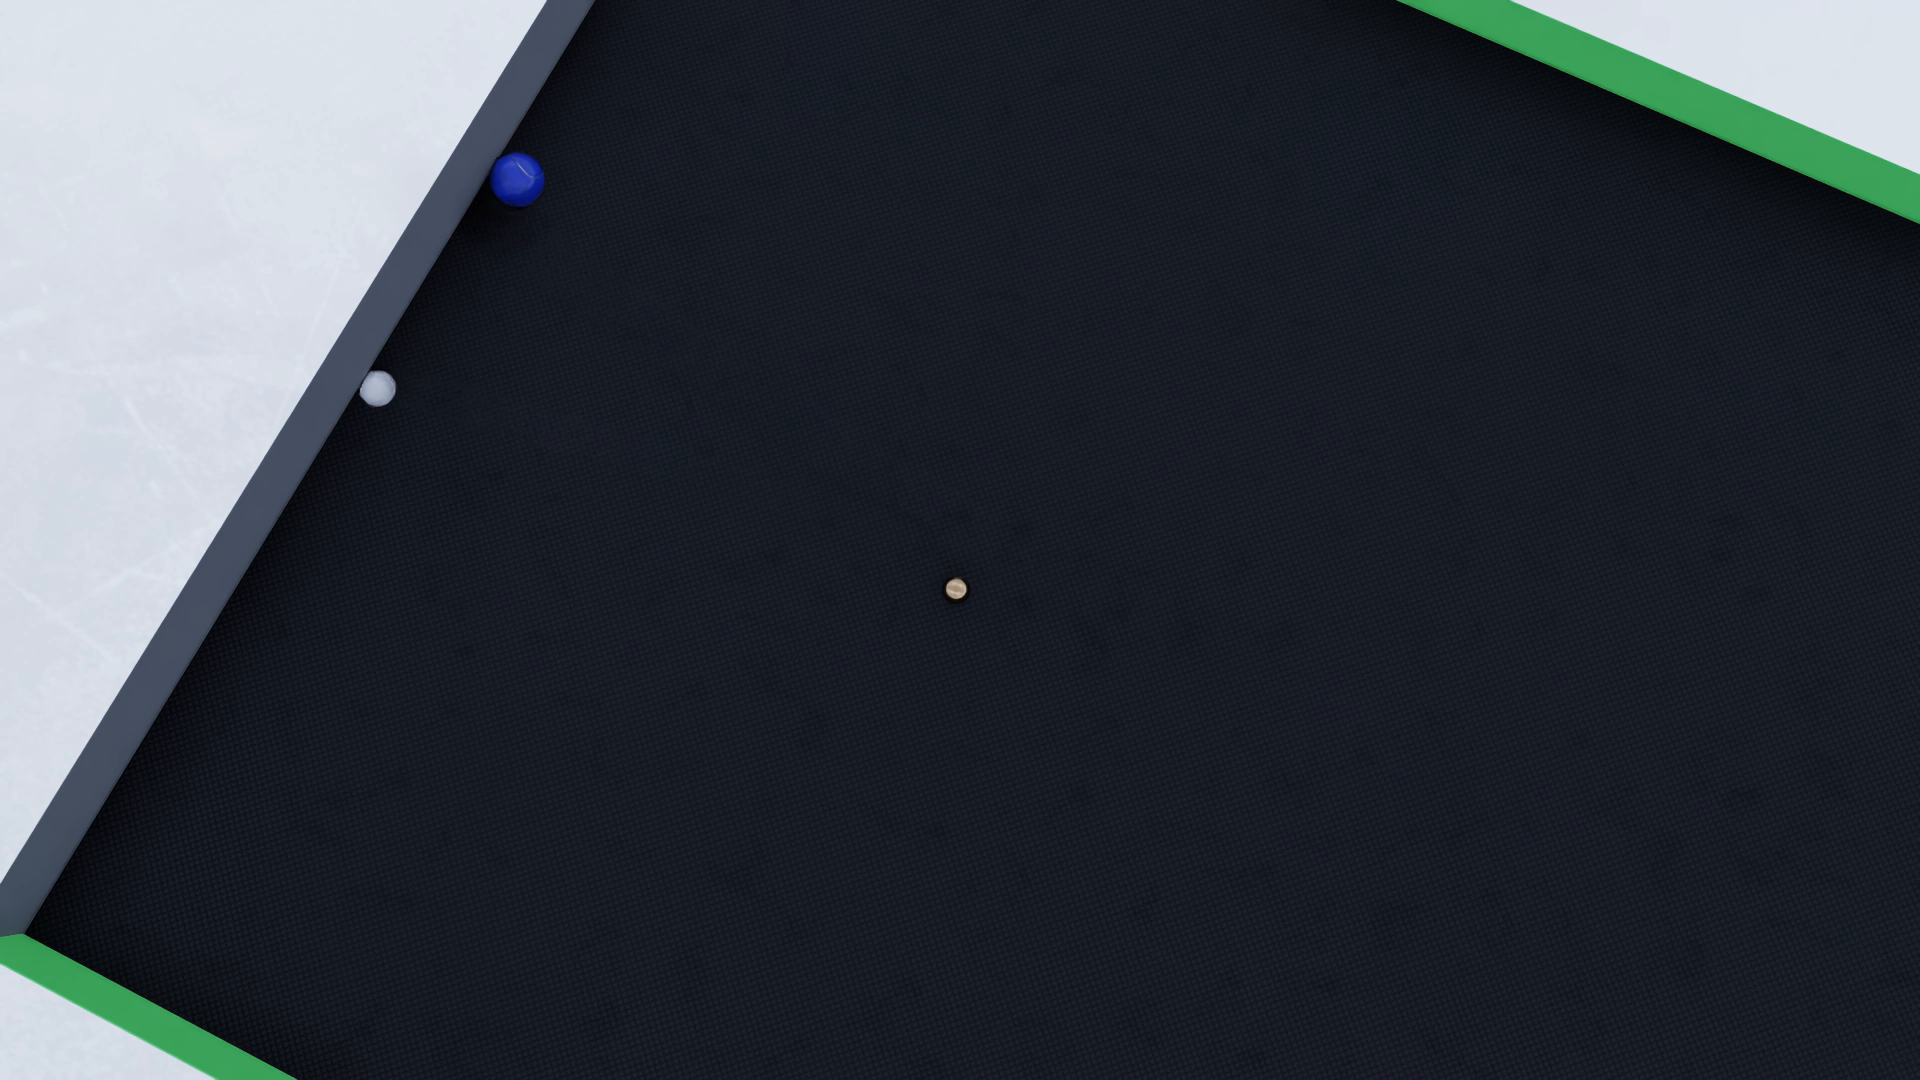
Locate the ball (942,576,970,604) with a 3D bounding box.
[{"bbox_3d":[-0.006,0.077,3.366,0.044,0.044,0.044,0,73,0],"label":"ball"}]

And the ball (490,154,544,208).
[{"bbox_3d":[-0.713,-0.579,3.540,0.086,0.086,0.086,0,73,0],"label":"ball"}]

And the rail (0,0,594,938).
[{"bbox_3d":[-0.868,-0.421,3.478,0.045,0.112,2.379,25,75,7],"label":"rail"}]

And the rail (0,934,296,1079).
[{"bbox_3d":[0.372,1.414,2.930,3.970,0.112,0.045,25,75,7],"label":"rail"}]

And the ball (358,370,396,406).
[{"bbox_3d":[-0.915,-0.239,3.453,0.057,0.057,0.057,0,73,0],"label":"ball"}]

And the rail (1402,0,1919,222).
[{"bbox_3d":[1.407,-0.588,3.528,3.970,0.112,0.045,25,75,7],"label":"rail"}]
